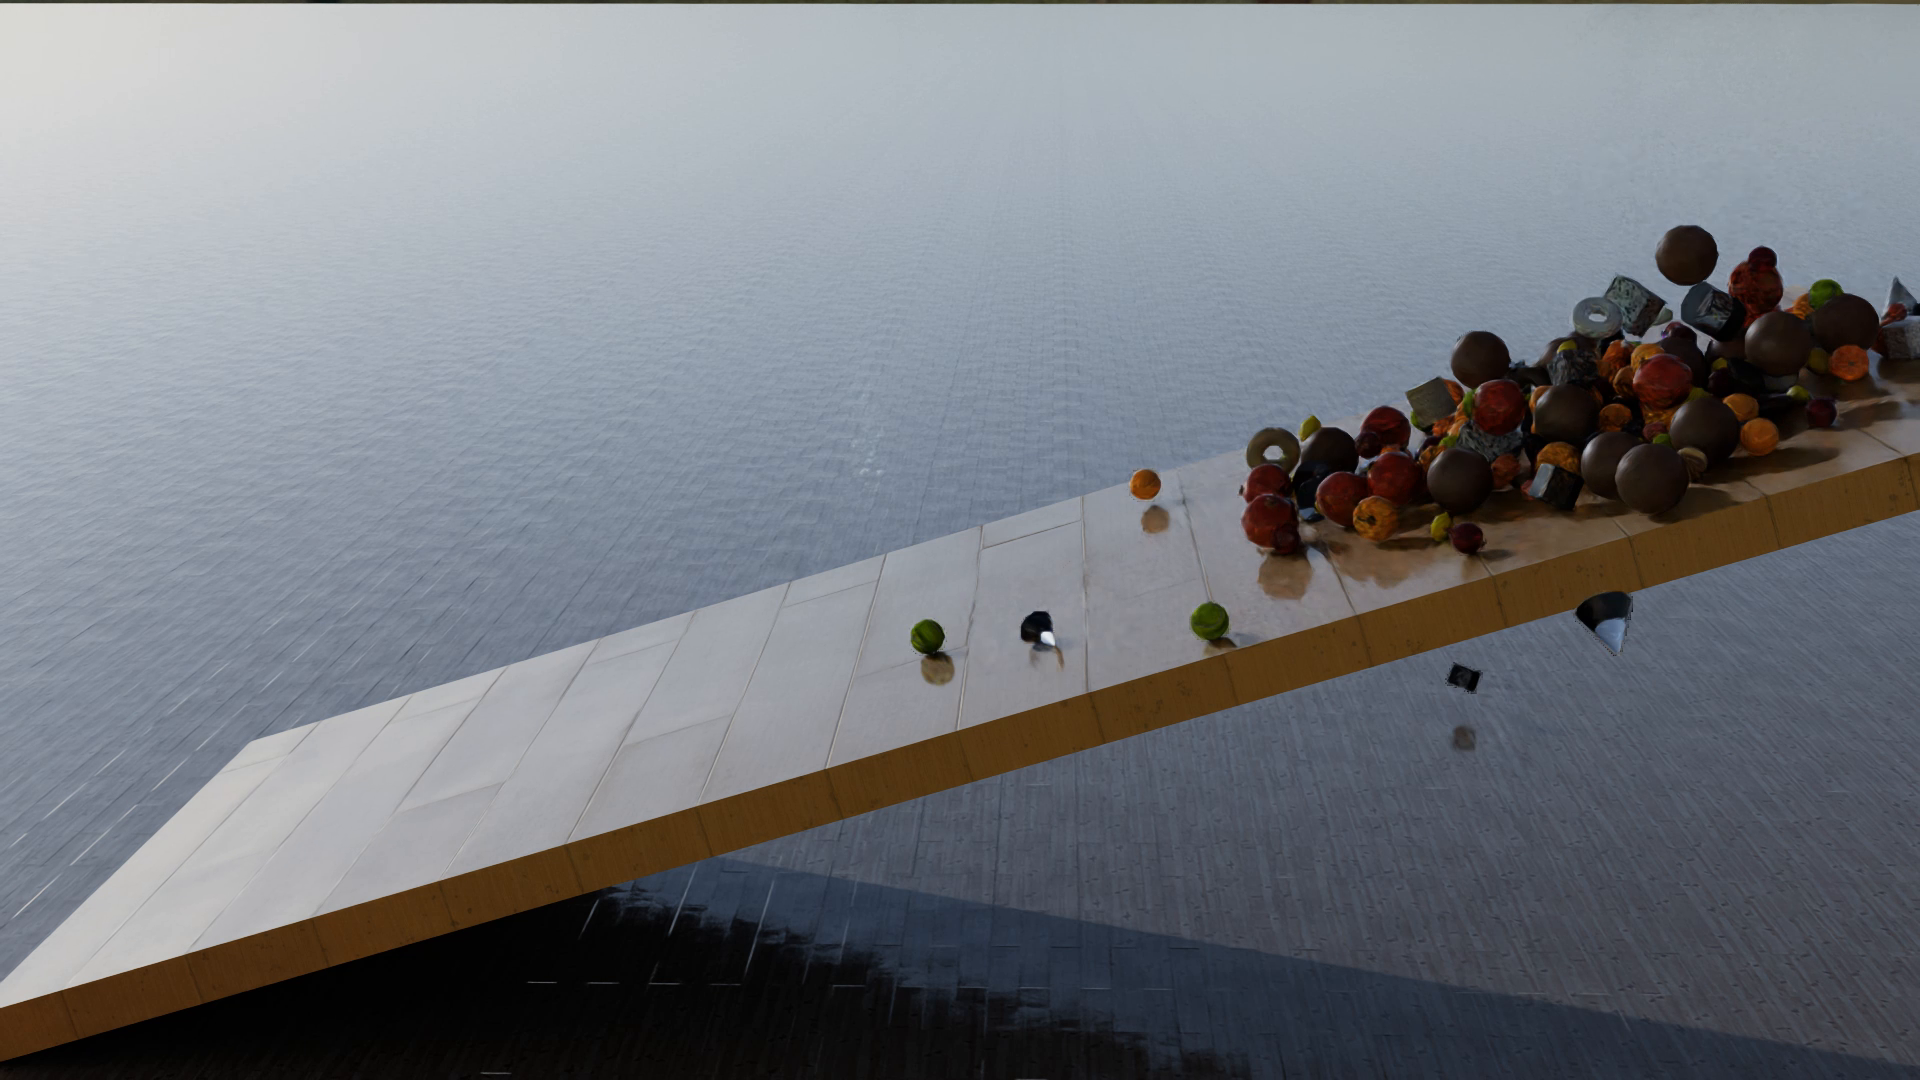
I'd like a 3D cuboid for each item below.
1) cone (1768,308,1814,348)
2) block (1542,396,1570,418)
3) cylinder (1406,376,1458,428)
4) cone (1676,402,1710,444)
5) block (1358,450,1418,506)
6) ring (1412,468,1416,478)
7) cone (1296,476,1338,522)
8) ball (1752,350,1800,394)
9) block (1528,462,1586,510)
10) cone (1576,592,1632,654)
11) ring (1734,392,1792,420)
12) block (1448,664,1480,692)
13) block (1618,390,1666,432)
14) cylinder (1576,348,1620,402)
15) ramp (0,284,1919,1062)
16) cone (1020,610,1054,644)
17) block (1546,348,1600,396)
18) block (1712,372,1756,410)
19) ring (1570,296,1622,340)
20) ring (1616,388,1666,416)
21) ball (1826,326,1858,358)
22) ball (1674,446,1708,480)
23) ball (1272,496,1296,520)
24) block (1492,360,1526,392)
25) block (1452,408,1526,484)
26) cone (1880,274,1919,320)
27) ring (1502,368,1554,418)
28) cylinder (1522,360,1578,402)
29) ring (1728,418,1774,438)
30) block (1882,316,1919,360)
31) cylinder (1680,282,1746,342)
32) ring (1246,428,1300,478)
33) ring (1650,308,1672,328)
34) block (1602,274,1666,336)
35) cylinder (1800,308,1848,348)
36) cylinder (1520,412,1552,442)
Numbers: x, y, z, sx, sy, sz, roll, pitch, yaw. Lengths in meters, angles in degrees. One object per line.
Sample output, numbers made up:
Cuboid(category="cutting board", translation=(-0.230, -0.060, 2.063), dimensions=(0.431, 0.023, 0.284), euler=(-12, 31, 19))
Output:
Cuboid(category="cone", translation=(1.814, -0.435, 6.353), dimensions=(0.098, 0.098, 0.098), euler=(-5, 33, -25))
Cuboid(category="block", translation=(1.299, -0.301, 6.458), dimensions=(0.053, 0.053, 0.053), euler=(-11, 17, 34))
Cuboid(category="cylinder", translation=(0.966, -0.284, 6.028), dimensions=(0.081, 0.081, 0.081), euler=(-26, 1, 0))
Cuboid(category="cone", translation=(1.438, -0.240, 5.819), dimensions=(0.072, 0.072, 0.072), euler=(-23, 16, 7))
Cuboid(category="block", translation=(0.894, -0.129, 6.142), dimensions=(0.083, 0.083, 0.083), euler=(-11, 12, 30))
Cuboid(category="ring", translation=(0.925, -0.133, 6.256), dimensions=(0.093, 0.031, 0.093), euler=(-18, 9, 3))
Cuboid(category="cone", translation=(0.773, -0.079, 6.191), dimensions=(0.096, 0.096, 0.096), euler=(8, -5, 34))
Cuboid(category="ball", translation=(1.651, -0.338, 5.955), dimensions=(0.093, 0.093, 0.093), euler=(0, 11, 0))
Cuboid(category="block", translation=(1.128, -0.101, 5.562), dimensions=(0.066, 0.066, 0.066), euler=(22, 1, -14))
Cuboid(category="cone", translation=(1.091, 0.153, 4.930), dimensions=(0.095, 0.095, 0.095), euler=(-2, 56, -11))
Cuboid(category="ring", translation=(1.586, -0.265, 5.811), dimensions=(0.115, 0.038, 0.115), euler=(-10, 9, 2))
Cuboid(category="block", translation=(1.398, 0.382, 8.156), dimensions=(0.055, 0.055, 0.055), euler=(19, 3, -40))
Cuboid(category="block", translation=(1.407, -0.267, 6.068), dimensions=(0.064, 0.064, 0.064), euler=(-20, 10, -5))
Cuboid(category="cylinder", translation=(1.405, -0.367, 6.527), dimensions=(0.095, 0.095, 0.095), euler=(-18, 10, 3))
Cuboid(category="ramp", translation=(0.095, 0.185, 6.316), dimensions=(4.000, 0.100, 2.000), euler=(-16, 10, 5))
Cuboid(category="cone", translation=(0.168, 0.189, 5.786), dimensions=(0.073, 0.073, 0.073), euler=(-6, 31, -29))
Cuboid(category="block", translation=(1.245, -0.341, 5.971), dimensions=(0.069, 0.069, 0.069), euler=(-3, -23, -17))
Cuboid(category="block", translation=(1.563, -0.301, 5.937), dimensions=(0.060, 0.060, 0.060), euler=(-13, 15, -17))
Cuboid(category="ring", translation=(1.357, -0.474, 6.265), dimensions=(0.110, 0.037, 0.110), euler=(-1, 52, 2))
Cuboid(category="ring", translation=(1.442, -0.291, 6.224), dimensions=(0.109, 0.036, 0.109), euler=(-17, 10, 3))
Cuboid(category="ball", translation=(1.839, -0.413, 6.133), dimensions=(0.063, 0.063, 0.063), euler=(0, 11, 0))
Cuboid(category="ball", translation=(1.364, -0.144, 5.487), dimensions=(0.063, 0.063, 0.063), euler=(0, 11, 0))
Cuboid(category="ball", translation=(0.688, -0.067, 6.247), dimensions=(0.050, 0.050, 0.050), euler=(0, 11, 0))
Cuboid(category="block", translation=(1.299, -0.388, 6.931), dimensions=(0.055, 0.055, 0.055), euler=(-25, 13, -37))
Cuboid(category="block", translation=(1.079, -0.192, 6.003), dimensions=(0.093, 0.093, 0.093), euler=(-28, -22, -18))
Cuboid(category="cone", translation=(2.031, -0.532, 6.368), dimensions=(0.089, 0.089, 0.089), euler=(-6, -11, -1))
Cuboid(category="ring", translation=(1.217, -0.316, 6.310), dimensions=(0.119, 0.119, 0.040), euler=(8, -15, 37))
Cuboid(category="cylinder", translation=(1.316, -0.351, 6.579), dimensions=(0.100, 0.100, 0.100), euler=(-11, 4, 33))
Cuboid(category="ring", translation=(1.527, -0.216, 5.672), dimensions=(0.088, 0.029, 0.088), euler=(-10, -3, 0))
Cuboid(category="block", translation=(1.923, -0.409, 5.952), dimensions=(0.070, 0.070, 0.070), euler=(-21, 11, -18))
Cuboid(category="cylinder", translation=(1.556, -0.471, 6.076), dimensions=(0.093, 0.093, 0.093), euler=(24, 0, -25))
Cuboid(category="ring", translation=(0.711, -0.198, 6.685), dimensions=(0.126, 0.126, 0.042), euler=(0, 28, -1))
Cuboid(category="ring", translation=(1.763, -0.558, 7.448), dimensions=(0.086, 0.029, 0.086), euler=(-26, 21, 10))
Cuboid(category="block", translation=(1.489, -0.520, 6.534), dimensions=(0.094, 0.094, 0.094), euler=(41, 19, 29))
Cuboid(category="cylinder", translation=(1.837, -0.450, 6.247), dimensions=(0.081, 0.081, 0.081), euler=(6, 9, 30))
Cuboid(category="cylinder", translation=(1.224, -0.239, 6.253), dimensions=(0.052, 0.052, 0.052), euler=(-16, 4, 24))
